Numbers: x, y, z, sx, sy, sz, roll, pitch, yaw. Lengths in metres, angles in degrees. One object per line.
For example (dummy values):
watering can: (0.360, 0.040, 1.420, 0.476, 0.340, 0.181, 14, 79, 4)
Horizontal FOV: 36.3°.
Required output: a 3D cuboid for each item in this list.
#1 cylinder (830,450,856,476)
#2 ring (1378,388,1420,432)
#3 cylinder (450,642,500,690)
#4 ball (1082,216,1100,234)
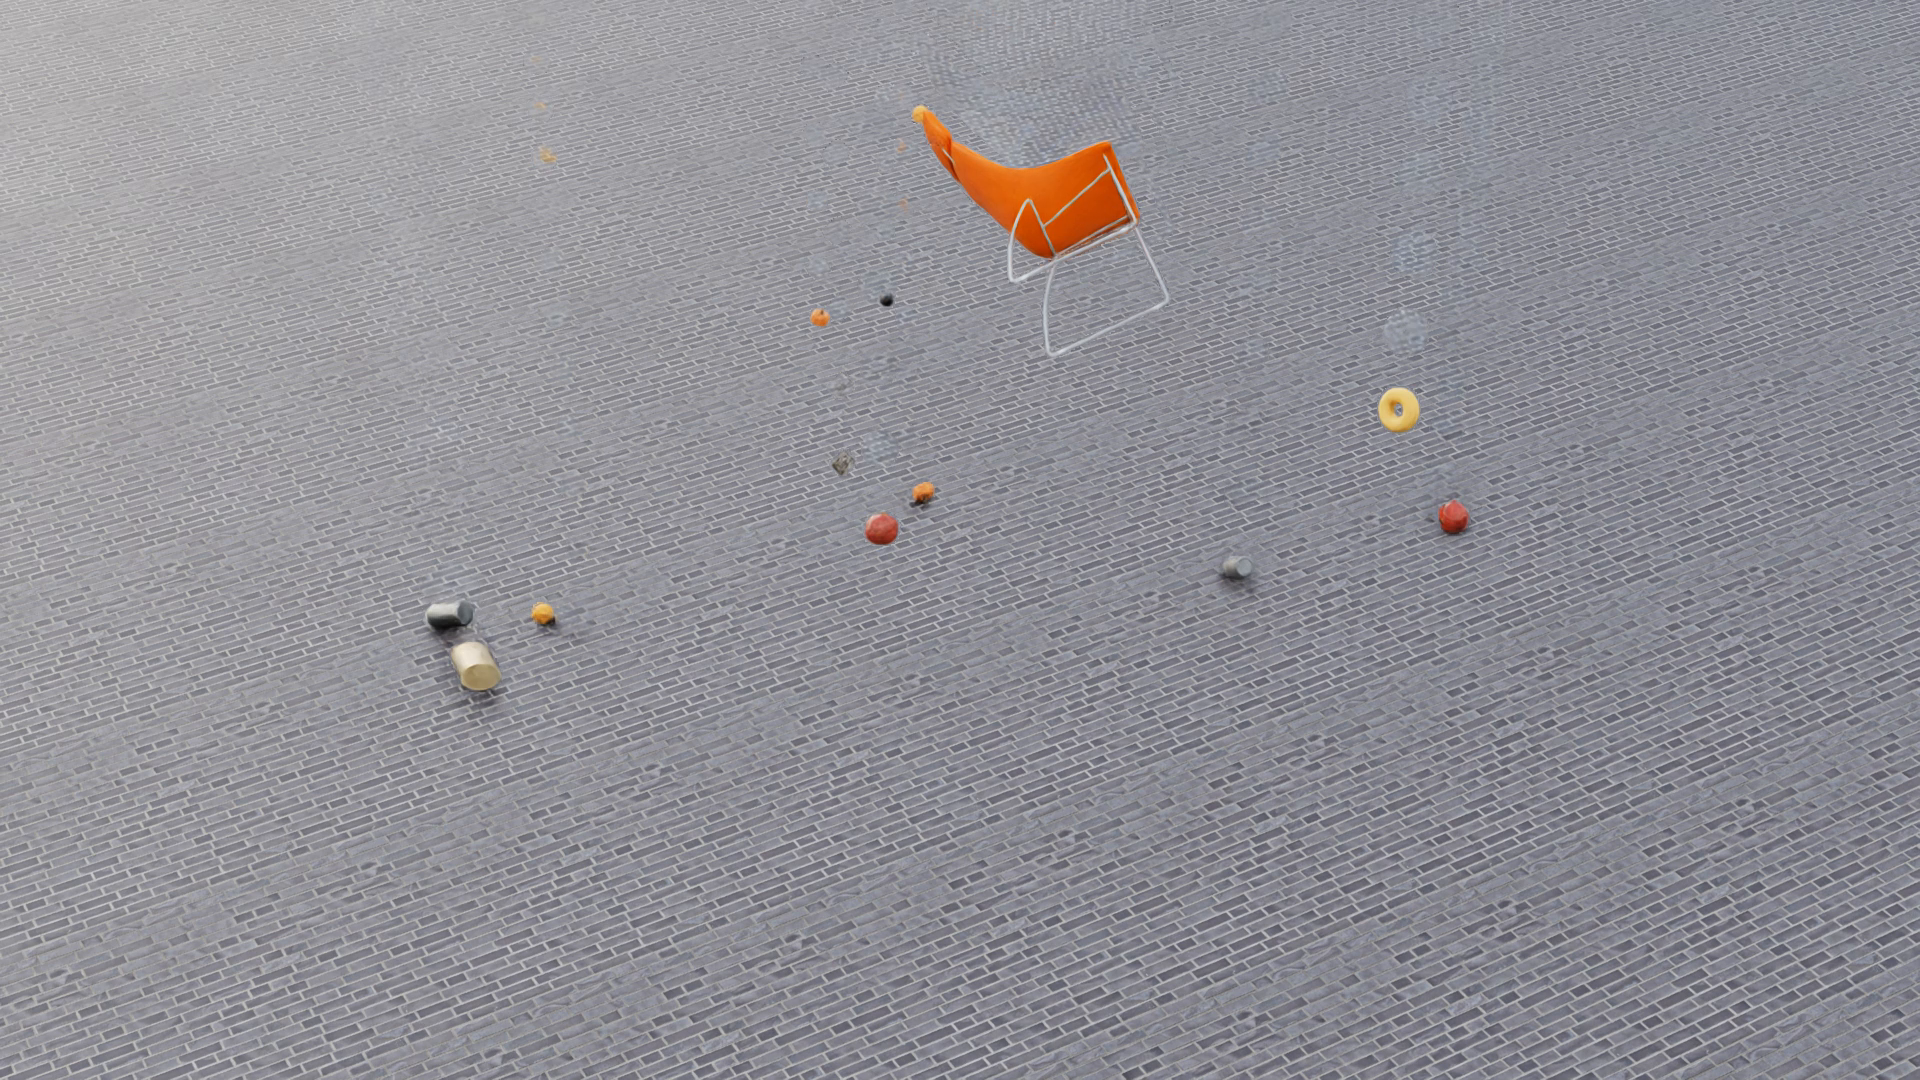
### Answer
cylinder: (-0.421, -0.277, 10.564, 0.075, 0.052, 0.064, -47, 12, -14)
ring: (1.590, -0.472, 10.624, 0.160, 0.162, 0.063, 17, 15, 38)
cylinder: (-1.675, 0.435, 10.138, 0.139, 0.096, 0.230, -3, 18, -17)
ball: (0.579, -1.393, 12.983, 0.083, 0.083, 0.083, 0, 33, 0)
